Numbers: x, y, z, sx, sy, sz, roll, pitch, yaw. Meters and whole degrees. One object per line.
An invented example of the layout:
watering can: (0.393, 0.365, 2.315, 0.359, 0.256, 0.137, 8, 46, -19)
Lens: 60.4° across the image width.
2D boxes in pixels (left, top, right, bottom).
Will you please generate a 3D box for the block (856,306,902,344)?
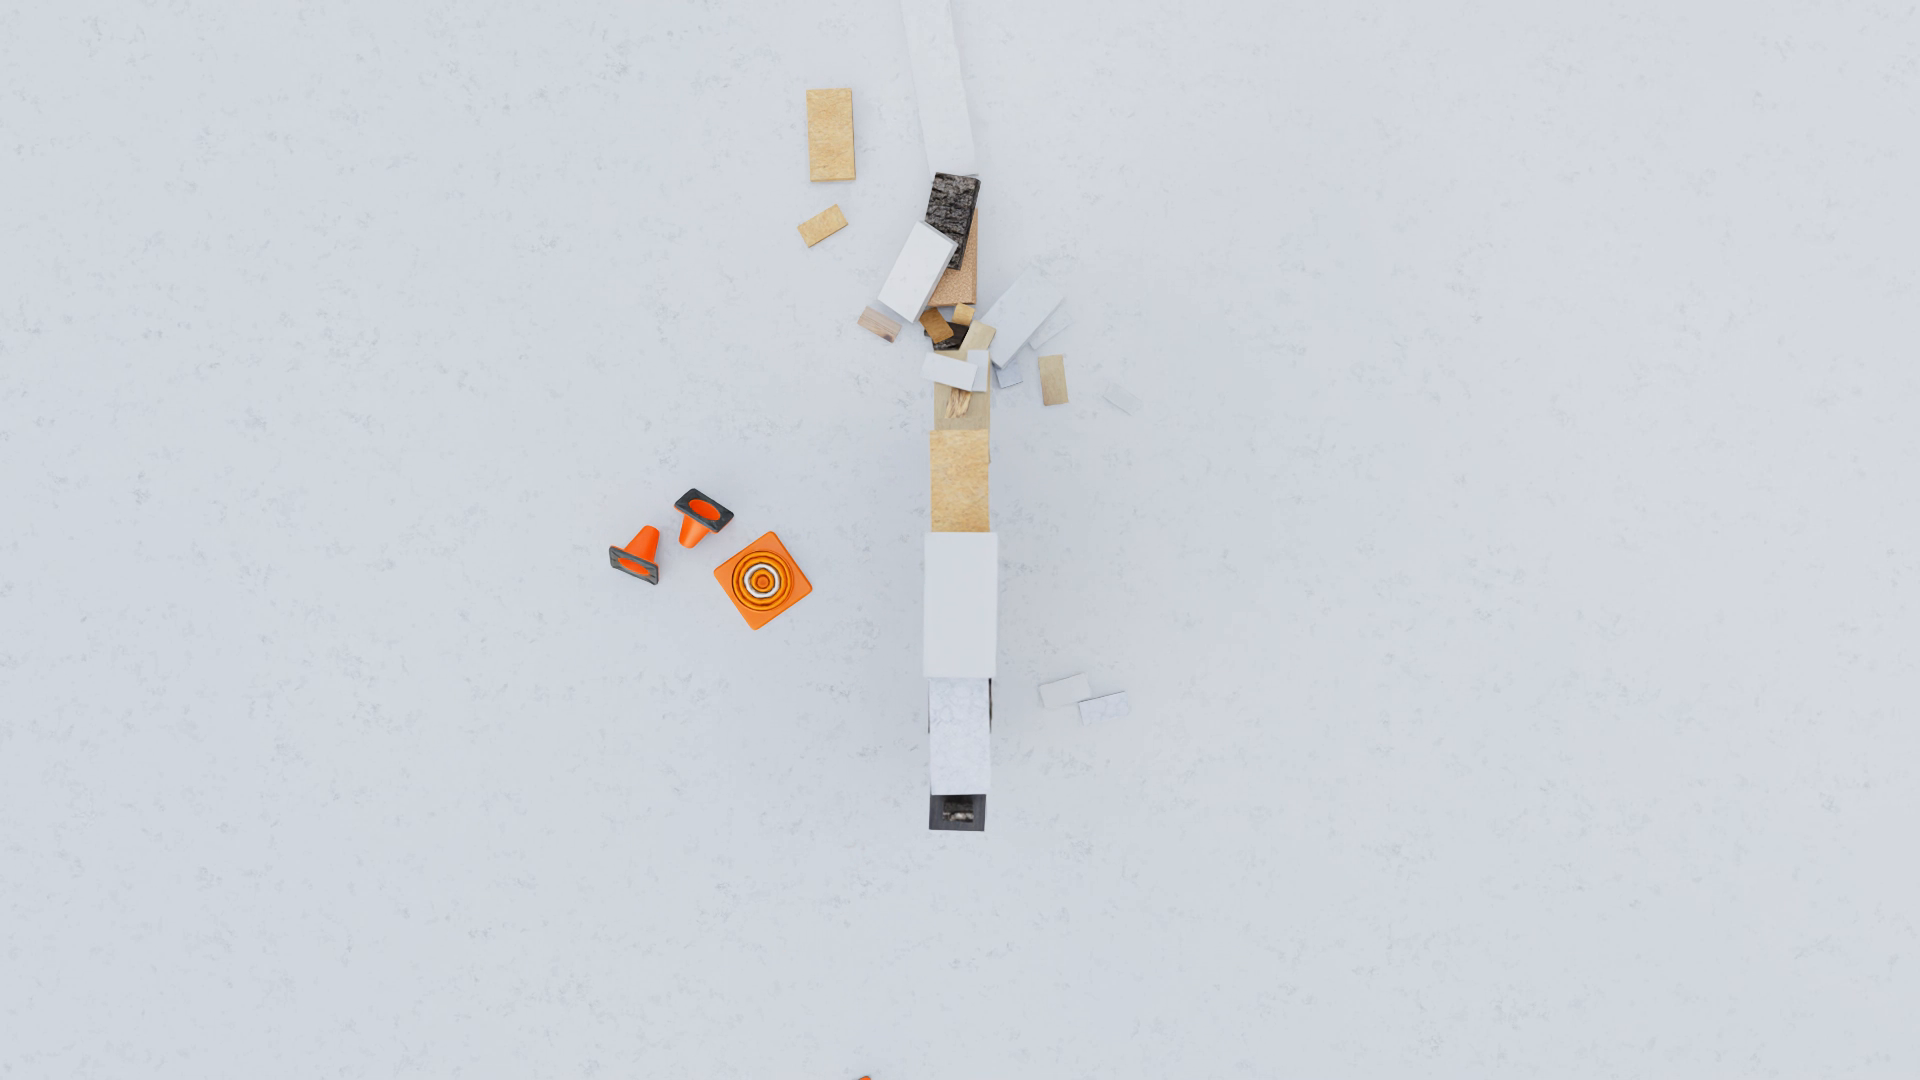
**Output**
block: (-0.267, -0.717, 5.490, 0.136, 0.019, 0.068, 29, 90, 0)

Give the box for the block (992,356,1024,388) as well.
block: (0.149, -0.589, 5.489, 0.077, 0.022, 0.155, -19, 90, 0)

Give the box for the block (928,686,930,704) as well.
block: (-0.004, 0.366, 4.032, 0.139, 0.278, 0.039, 0, 90, 0)

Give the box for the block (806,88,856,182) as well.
block: (-0.429, -1.345, 5.479, 0.149, 0.042, 0.297, -3, 90, 0)

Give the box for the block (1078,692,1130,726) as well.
block: (0.480, 0.561, 5.489, 0.159, 0.023, 0.080, -14, 90, 0)

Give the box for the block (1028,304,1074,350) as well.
block: (0.288, -0.712, 5.488, 0.163, 0.023, 0.081, -36, 90, 0)

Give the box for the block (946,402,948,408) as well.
block: (-0.012, -0.358, 4.807, 0.047, 0.013, 0.095, -5, 79, 1)

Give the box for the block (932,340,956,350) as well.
block: (-0.043, -0.605, 5.438, 0.074, 0.021, 0.148, -11, 68, -3)

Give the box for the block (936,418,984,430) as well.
block: (0.000, -0.190, 4.249, 0.123, 0.035, 0.246, -1, 90, 0)

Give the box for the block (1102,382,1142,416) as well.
block: (0.540, -0.470, 5.492, 0.119, 0.017, 0.059, 34, 90, 0)

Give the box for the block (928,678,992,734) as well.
block: (0.000, 0.329, 4.194, 0.160, 0.045, 0.320, 0, 90, 0)

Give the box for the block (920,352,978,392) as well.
block: (-0.030, -0.490, 4.801, 0.155, 0.022, 0.077, 17, 94, 9)

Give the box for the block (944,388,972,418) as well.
block: (-0.006, -0.383, 4.786, 0.059, 0.017, 0.119, 12, 63, 3)

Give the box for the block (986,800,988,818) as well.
block: (-0.001, 0.748, 4.911, 0.153, 0.715, 0.043, 0, 90, 0)

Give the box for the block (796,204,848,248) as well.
block: (-0.457, -1.045, 5.489, 0.155, 0.022, 0.077, -31, 90, 0)

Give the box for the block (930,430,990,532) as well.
block: (-0.001, -0.123, 3.934, 0.138, 0.039, 0.276, -1, 91, 0)

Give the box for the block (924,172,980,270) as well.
block: (-0.039, -1.045, 5.407, 0.149, 0.042, 0.297, 14, 93, 22)

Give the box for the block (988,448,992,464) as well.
block: (0.015, -0.225, 4.689, 0.138, 0.275, 0.039, -9, 91, 0)

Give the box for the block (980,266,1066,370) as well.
block: (0.184, -0.733, 5.458, 0.159, 0.045, 0.318, 41, 87, 9)

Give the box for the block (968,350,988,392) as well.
block: (0.050, -0.494, 4.812, 0.059, 0.017, 0.119, 3, 91, 0)

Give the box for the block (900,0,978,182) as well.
block: (-0.101, -1.687, 5.477, 0.159, 0.045, 0.989, -10, 90, 0)

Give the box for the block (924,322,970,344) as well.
block: (-0.044, -0.691, 5.452, 0.136, 0.019, 0.068, 16, 56, 20)

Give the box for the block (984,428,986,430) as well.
block: (0.008, -0.267, 4.389, 0.123, 0.246, 0.035, -3, 90, 0)

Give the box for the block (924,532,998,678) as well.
block: (0.001, 0.149, 3.814, 0.167, 0.047, 0.334, 1, 90, 0)

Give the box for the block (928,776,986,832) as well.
block: (-0.004, 0.642, 4.532, 0.153, 0.043, 0.307, 2, 90, 0)

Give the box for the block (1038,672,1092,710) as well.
block: (0.349, 0.502, 5.489, 0.159, 0.023, 0.080, -17, 90, 0)

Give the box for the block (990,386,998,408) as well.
block: (0.023, -0.427, 5.035, 0.165, 0.329, 0.047, -7, 98, 0)

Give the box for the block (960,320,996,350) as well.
block: (0.044, -0.622, 5.408, 0.081, 0.023, 0.191, 24, 77, 8)

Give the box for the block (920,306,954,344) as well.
block: (-0.081, -0.710, 5.447, 0.068, 0.019, 0.136, -25, 54, -10)

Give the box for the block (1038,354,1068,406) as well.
block: (0.310, -0.532, 5.488, 0.081, 0.023, 0.163, -7, 90, 0)

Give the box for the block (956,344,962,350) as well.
block: (-0.015, -0.610, 5.462, 0.074, 0.021, 0.148, -3, 68, 1)

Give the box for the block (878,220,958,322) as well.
block: (-0.139, -0.879, 5.404, 0.148, 0.042, 0.297, 36, 115, 13)

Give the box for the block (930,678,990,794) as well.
block: (0.000, 0.455, 3.874, 0.139, 0.039, 0.278, -1, 90, 0)

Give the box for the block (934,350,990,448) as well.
block: (0.006, -0.388, 4.846, 0.165, 0.047, 0.329, 0, 91, 0)

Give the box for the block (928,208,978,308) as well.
block: (-0.026, -0.935, 5.443, 0.159, 0.045, 0.318, 0, 88, 22)

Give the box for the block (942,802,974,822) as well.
block: (-0.005, 0.730, 4.431, 0.080, 0.159, 0.023, 2, 91, 0)

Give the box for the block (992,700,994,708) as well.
block: (0.004, 0.432, 4.376, 0.160, 0.320, 0.045, 4, 90, 0)

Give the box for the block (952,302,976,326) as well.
block: (0.007, -0.730, 5.445, 0.061, 0.122, 0.017, 23, 56, 0)
